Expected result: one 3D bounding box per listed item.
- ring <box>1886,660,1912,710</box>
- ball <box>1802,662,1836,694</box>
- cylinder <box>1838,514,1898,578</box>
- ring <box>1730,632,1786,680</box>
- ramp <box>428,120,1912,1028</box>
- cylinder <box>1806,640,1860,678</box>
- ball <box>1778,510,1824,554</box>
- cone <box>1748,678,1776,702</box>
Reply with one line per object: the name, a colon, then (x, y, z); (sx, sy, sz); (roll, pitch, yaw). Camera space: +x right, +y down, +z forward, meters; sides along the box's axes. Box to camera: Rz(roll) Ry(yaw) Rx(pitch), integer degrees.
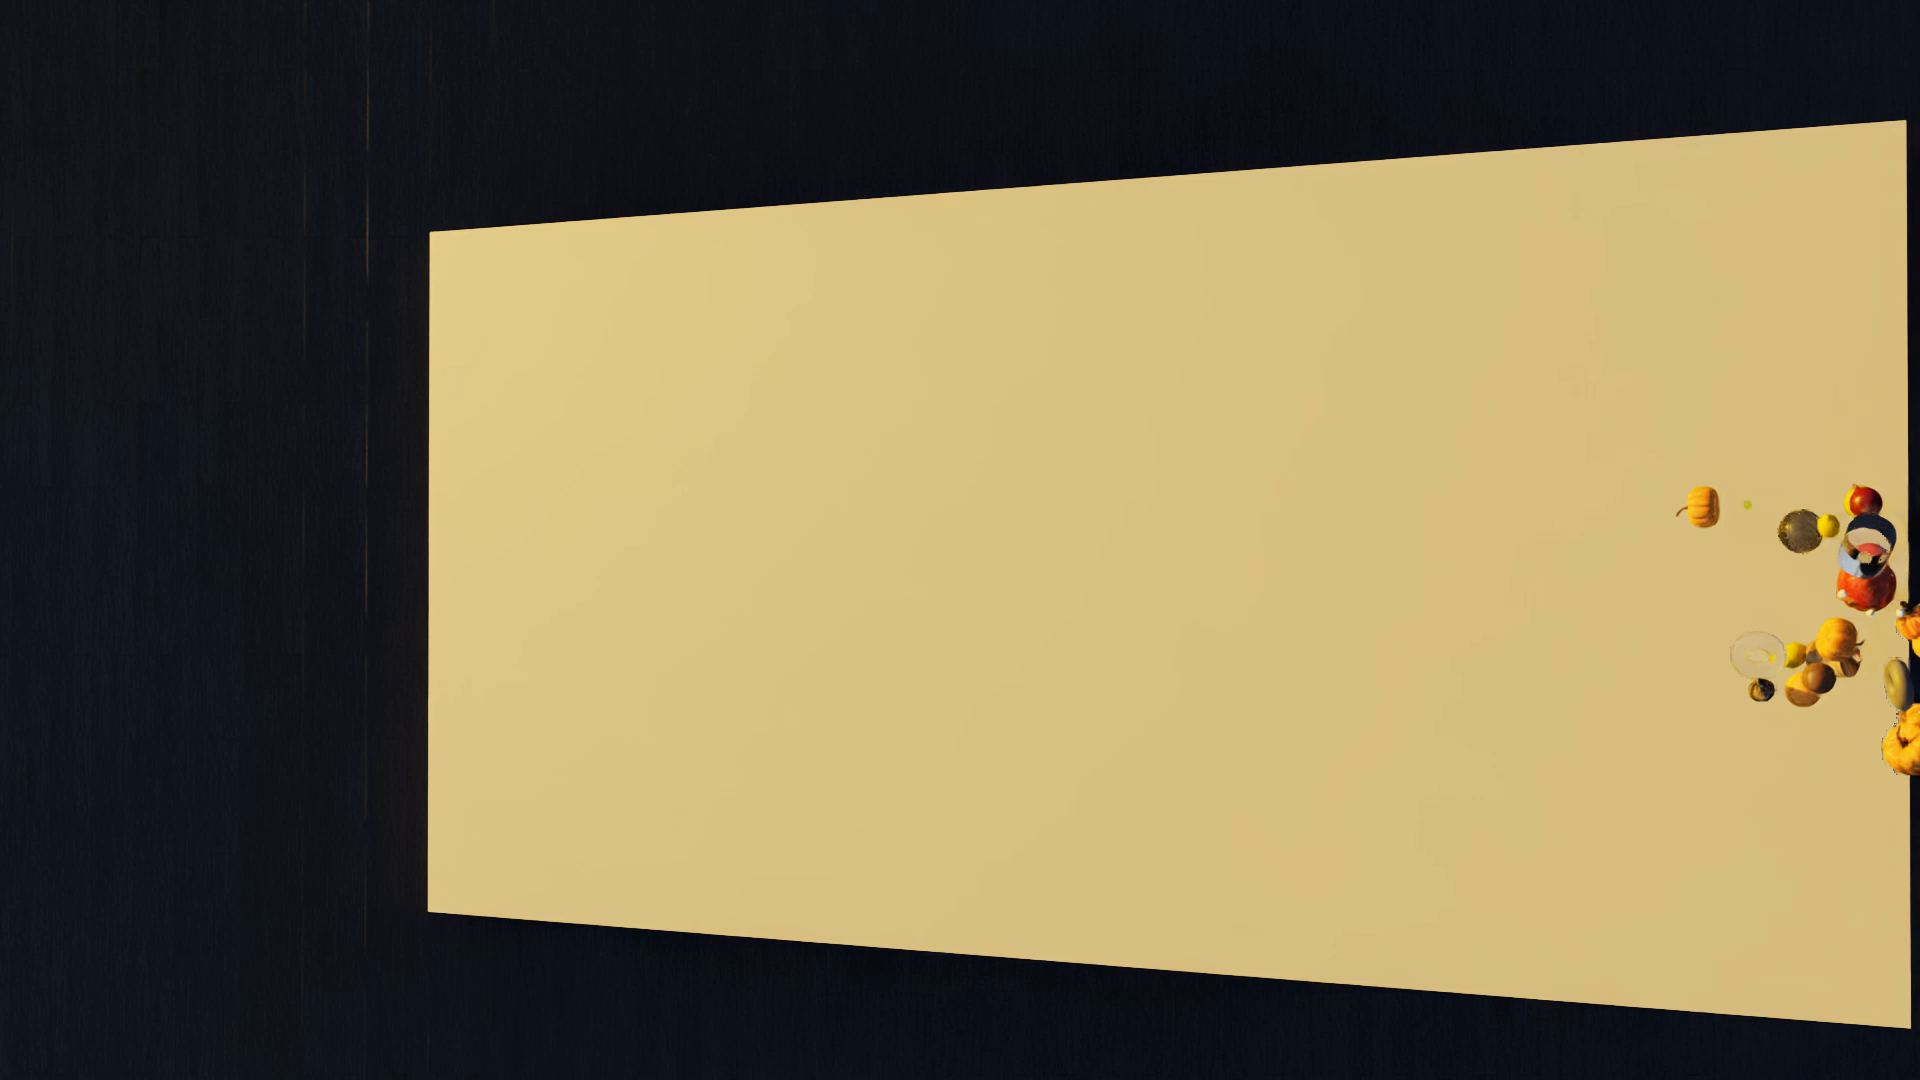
ring: (1.683, 0.260, 3.939); (0.031, 0.094, 0.094); (6, 89, 32)
ball: (1.714, 0.276, 4.389); (0.064, 0.064, 0.064); (0, 89, 0)
cylinder: (1.707, 0.012, 4.138); (0.088, 0.088, 0.088); (-4, 58, 7)
ring: (1.698, 0.246, 4.675); (0.113, 0.038, 0.113); (9, 120, 16)
ramp: (0.283, 0.083, 5.703); (4.000, 0.100, 2.000); (0, 89, 24)
cylinder: (1.856, 0.252, 4.674); (0.079, 0.079, 0.079); (2, 87, -36)
ball: (1.735, -0.017, 4.534); (0.090, 0.090, 0.090); (0, 89, 0)
cone: (1.630, 0.294, 4.480); (0.053, 0.053, 0.053); (-14, 53, 19)
